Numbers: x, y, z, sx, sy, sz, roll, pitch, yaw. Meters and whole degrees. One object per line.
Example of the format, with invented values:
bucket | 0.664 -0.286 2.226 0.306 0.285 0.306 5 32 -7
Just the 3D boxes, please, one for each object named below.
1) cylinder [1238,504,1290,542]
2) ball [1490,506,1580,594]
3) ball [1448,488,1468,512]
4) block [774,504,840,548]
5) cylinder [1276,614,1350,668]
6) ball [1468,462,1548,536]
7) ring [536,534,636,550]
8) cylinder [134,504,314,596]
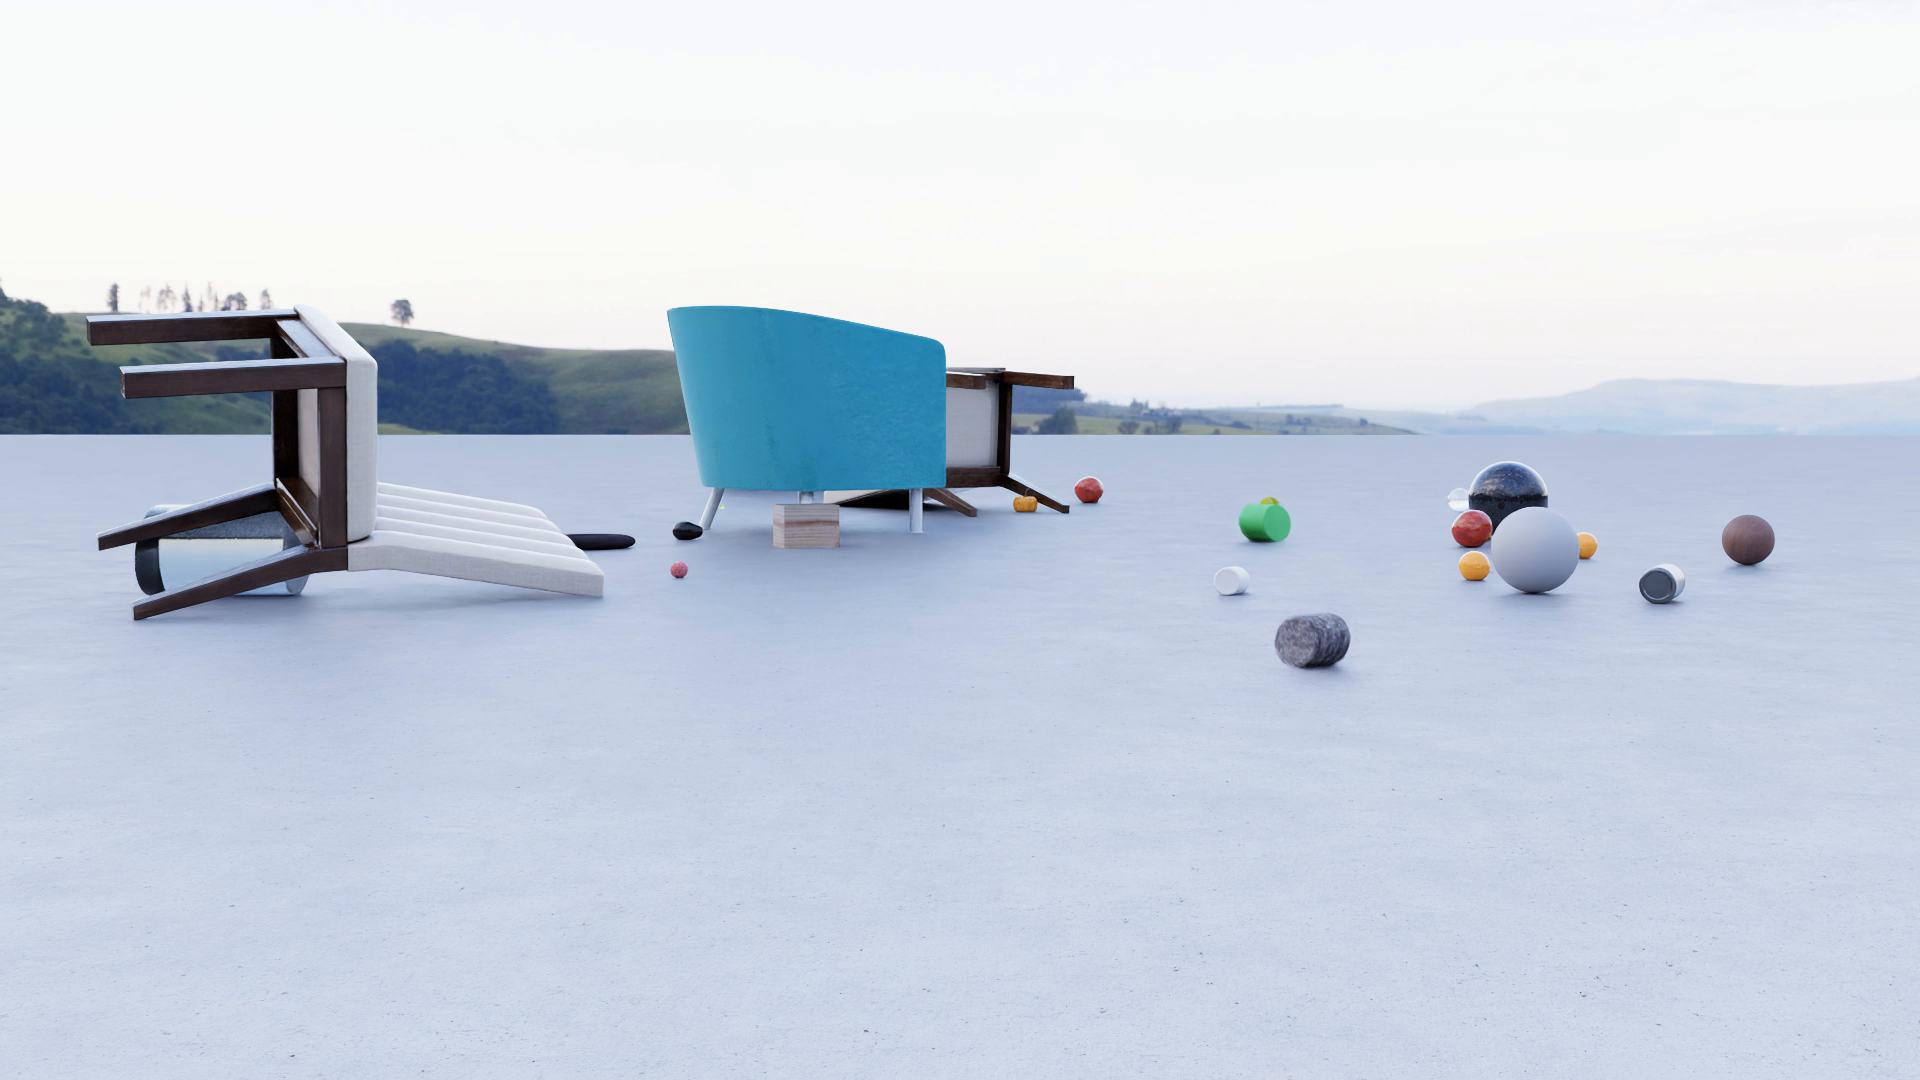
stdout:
cylinder | 0.901 -0.051 6.499 0.084 0.106 0.154 3 -7 40
ball | 1.265 0.022 4.837 0.191 0.191 0.191 0 4 0
ball | 1.827 -0.145 8.038 0.085 0.085 0.085 0 4 0
block | -0.439 -0.041 6.275 0.162 0.119 0.116 -1 4 -21
cylinder | 0.572 0.164 3.564 0.082 0.080 0.090 -3 -21 -37
ball | 1.634 -0.118 6.555 0.234 0.234 0.234 0 4 0
ring | -1.051 0.006 6.182 0.285 0.040 0.152 -1 5 -25
cylinder | -1.602 0.022 4.806 0.308 0.191 0.289 0 15 -3
